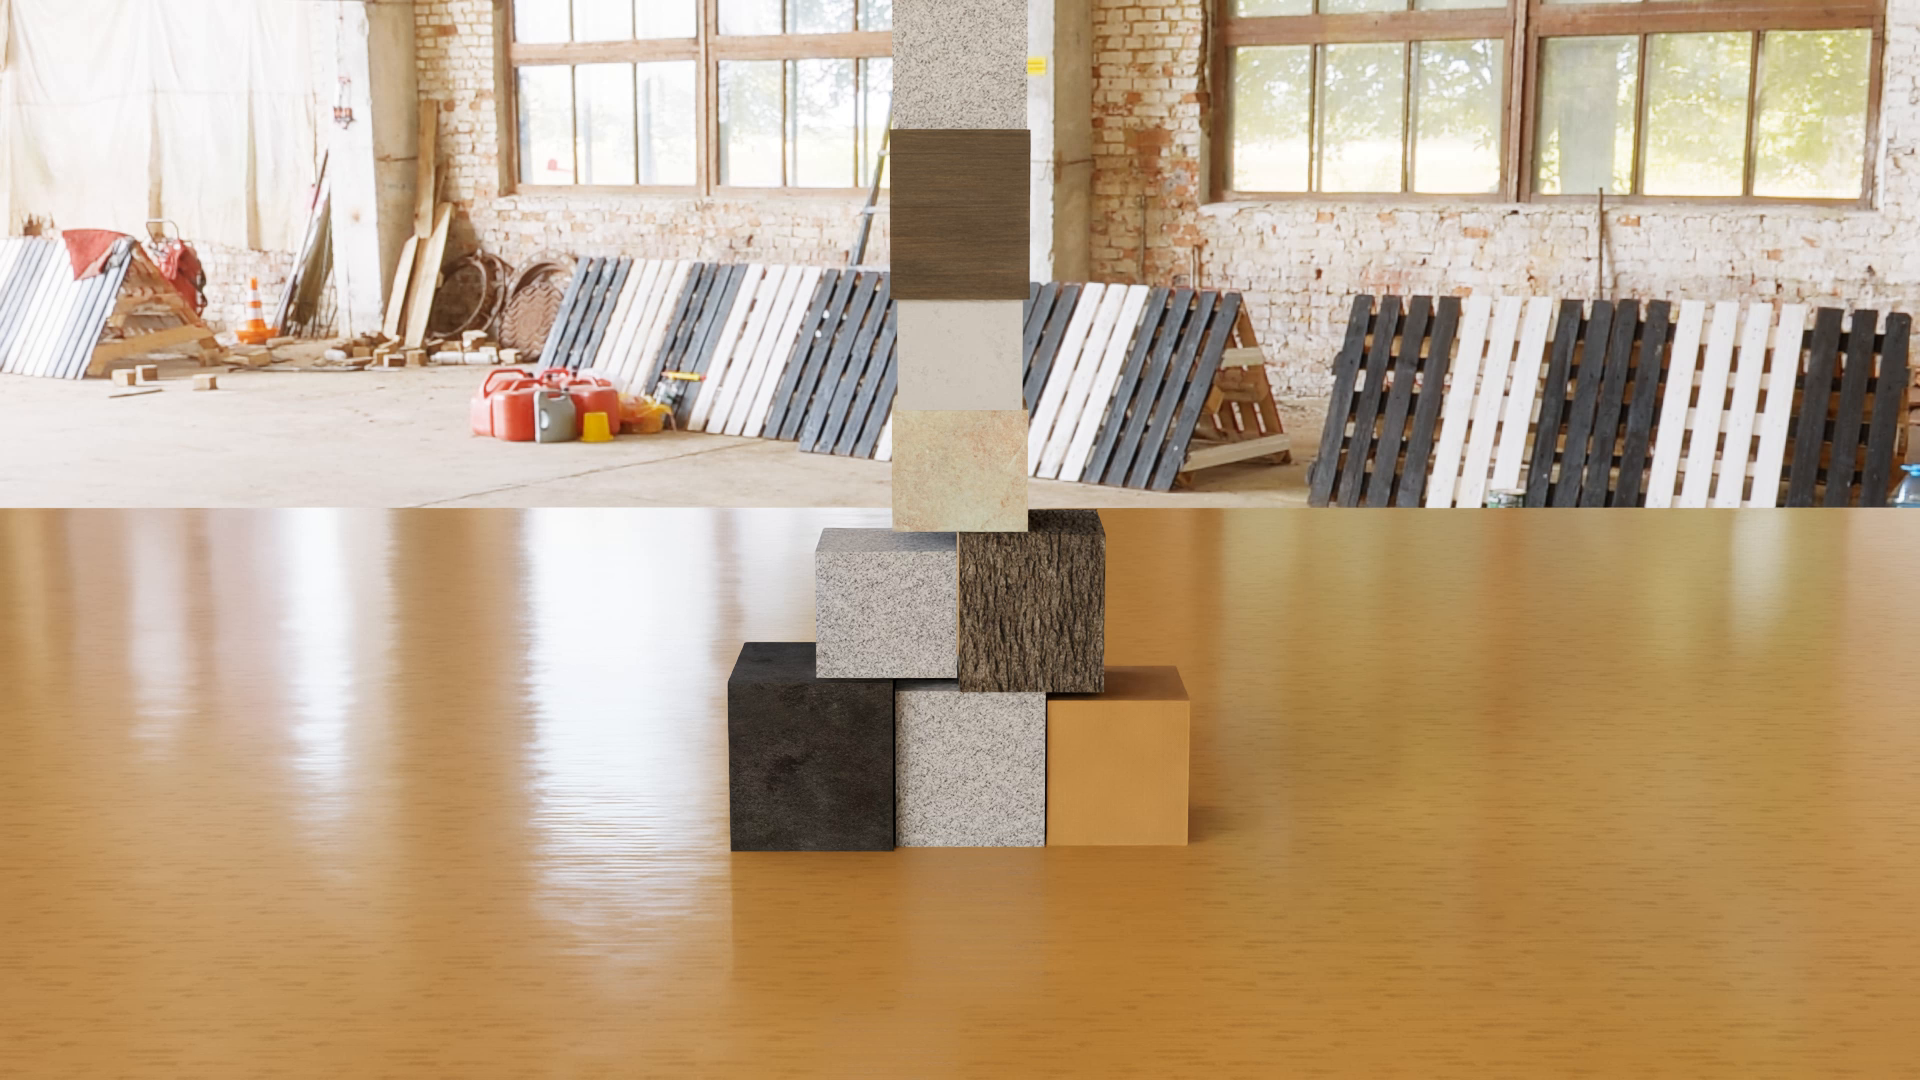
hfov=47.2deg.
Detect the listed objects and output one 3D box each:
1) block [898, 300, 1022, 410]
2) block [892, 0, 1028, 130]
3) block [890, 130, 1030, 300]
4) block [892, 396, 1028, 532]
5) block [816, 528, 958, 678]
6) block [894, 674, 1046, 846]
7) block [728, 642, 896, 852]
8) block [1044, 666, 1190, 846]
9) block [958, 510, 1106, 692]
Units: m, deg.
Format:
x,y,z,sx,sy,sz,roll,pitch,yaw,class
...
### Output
x,y,z,sx,sy,sz,roll,pitch,yaw,class
0.000,-0.954,10.991,0.607,0.542,0.603,0,10,0,block
0.000,-2.322,10.774,0.645,0.609,0.590,0,10,0,block
0.000,-1.621,10.885,0.675,0.809,0.707,0,10,0,block
0.000,-0.395,11.117,0.669,0.602,0.643,0,10,0,block
-0.364,0.311,11.224,0.699,0.639,0.679,0,10,0,block
0.051,1.077,11.395,0.749,0.804,0.800,0,10,0,block
-0.740,1.051,11.364,0.814,0.867,0.903,0,10,0,block
0.791,1.104,11.394,0.712,0.751,0.744,0,10,0,block
0.354,0.297,11.216,0.719,0.795,0.753,0,10,0,block
